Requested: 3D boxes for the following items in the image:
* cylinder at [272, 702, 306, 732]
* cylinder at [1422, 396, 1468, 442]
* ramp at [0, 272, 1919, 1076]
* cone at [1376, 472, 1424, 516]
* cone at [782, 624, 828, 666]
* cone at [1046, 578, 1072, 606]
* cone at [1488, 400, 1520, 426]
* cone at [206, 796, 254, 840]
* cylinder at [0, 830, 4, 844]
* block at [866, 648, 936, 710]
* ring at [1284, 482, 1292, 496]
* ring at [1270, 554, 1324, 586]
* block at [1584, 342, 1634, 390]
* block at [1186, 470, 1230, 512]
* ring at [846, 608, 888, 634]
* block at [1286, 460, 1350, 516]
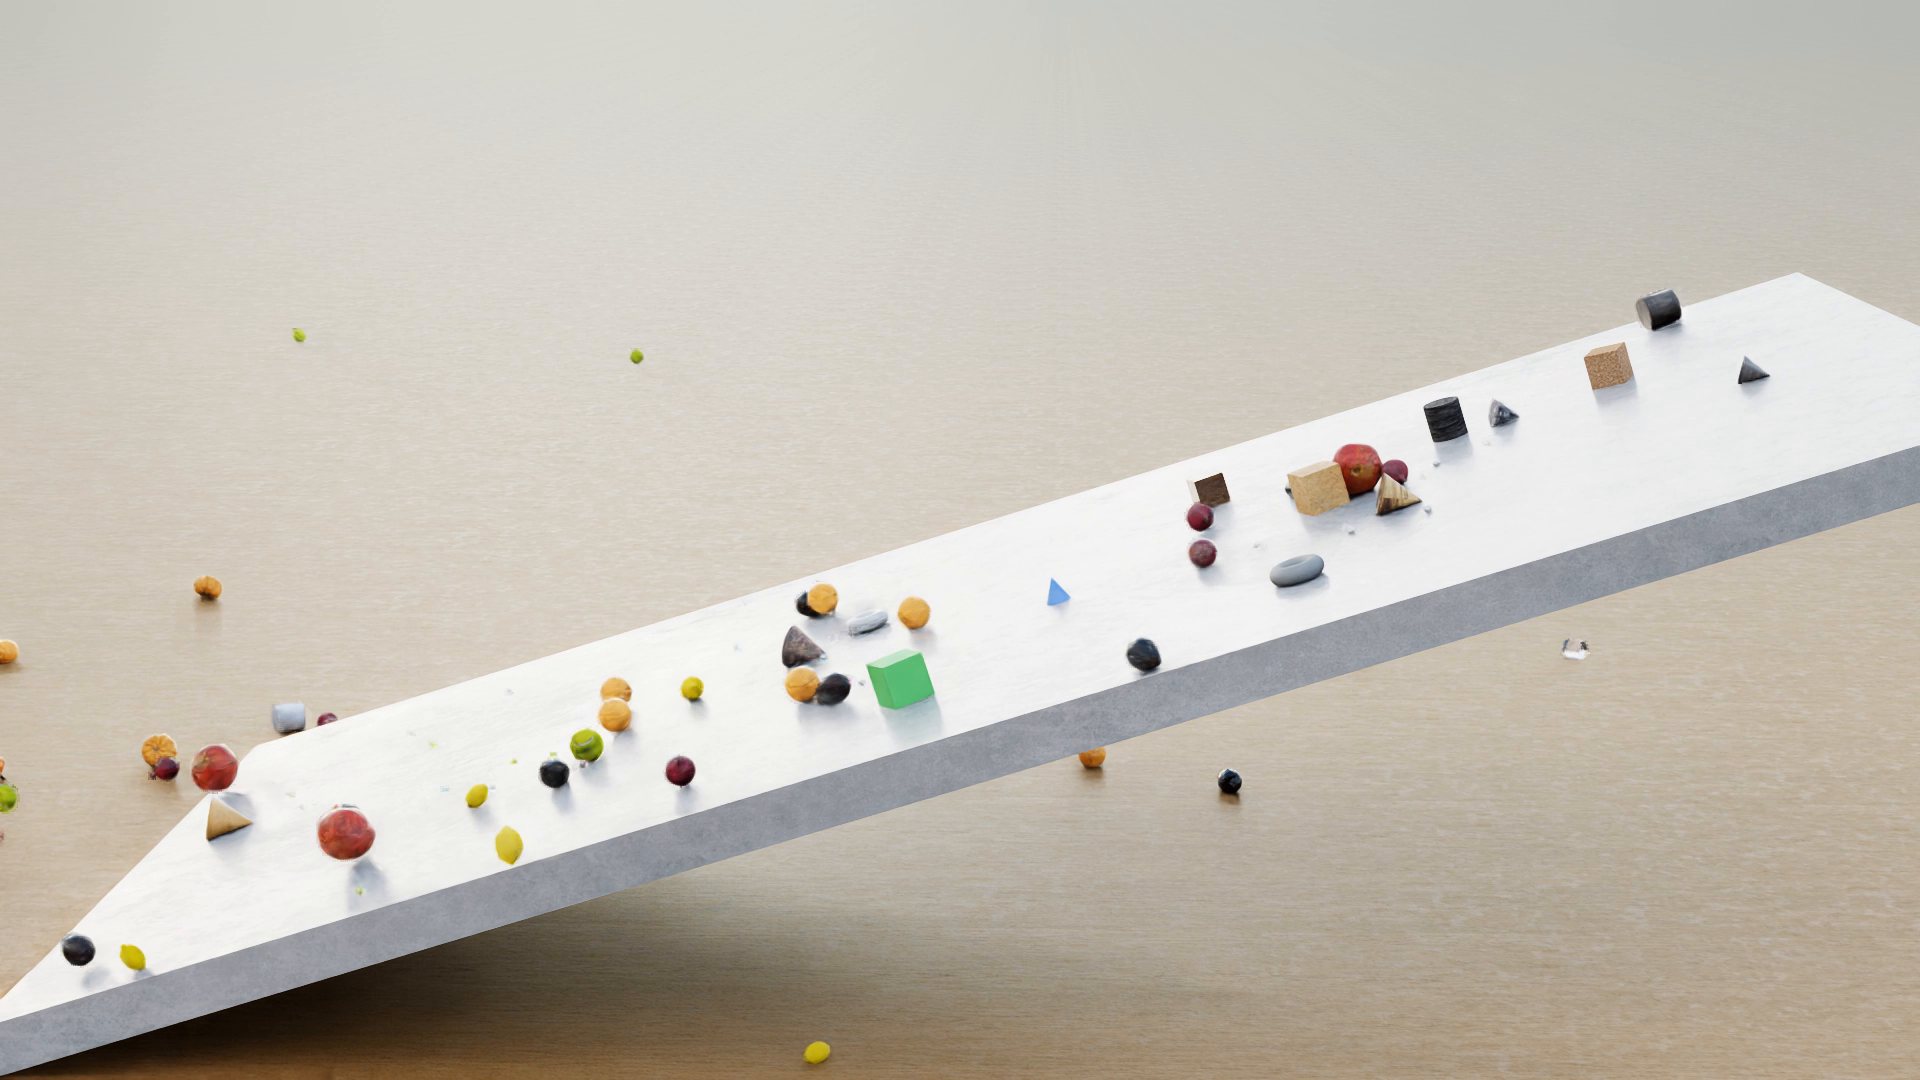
[{"bbox_3d":[-1.818,0.481,7.965,0.073,0.073,0.073,-6,13,-28],"label":"cylinder"},{"bbox_3d":[1.074,-0.267,6.506,0.080,0.080,0.080,-17,10,3],"label":"cylinder"},{"bbox_3d":[0.100,0.183,6.311,4.000,0.100,2.000,-17,10,5],"label":"ramp"},{"bbox_3d":[0.897,-0.086,5.973,0.090,0.090,0.090,10,12,4],"label":"cone"},{"bbox_3d":[-0.325,0.239,6.349,0.092,0.092,0.092,14,15,17],"label":"cone"},{"bbox_3d":[0.198,0.102,6.137,0.054,0.054,0.054,-17,10,3],"label":"cone"},{"bbox_3d":[1.204,-0.276,6.476,0.061,0.061,0.061,8,10,-8],"label":"cone"},{"bbox_3d":[-1.615,0.623,6.528,0.098,0.098,0.098,8,10,-9],"label":"cone"},{"bbox_3d":[-2.253,0.705,6.795,0.070,0.070,0.070,1,55,4],"label":"cylinder"},{"bbox_3d":[-0.116,0.270,5.705,0.087,0.087,0.087,-22,11,-21],"label":"block"},{"bbox_3d":[0.758,-0.123,6.418,0.102,0.034,0.102,-18,9,3],"label":"ring"},{"bbox_3d":[0.648,0.058,5.654,0.109,0.036,0.109,-18,9,3],"label":"ring"},{"bbox_3d":[1.438,-0.386,6.520,0.076,0.076,0.076,-12,12,30],"label":"block"},{"bbox_3d":[0.558,-0.113,6.606,0.069,0.069,0.069,-20,10,-8],"label":"block"},{"bbox_3d":[-0.204,0.179,6.481,0.098,0.033,0.098,-18,9,3],"label":"ring"},{"bbox_3d":[0.756,-0.110,6.203,0.087,0.087,0.087,-20,11,-13],"label":"block"}]
